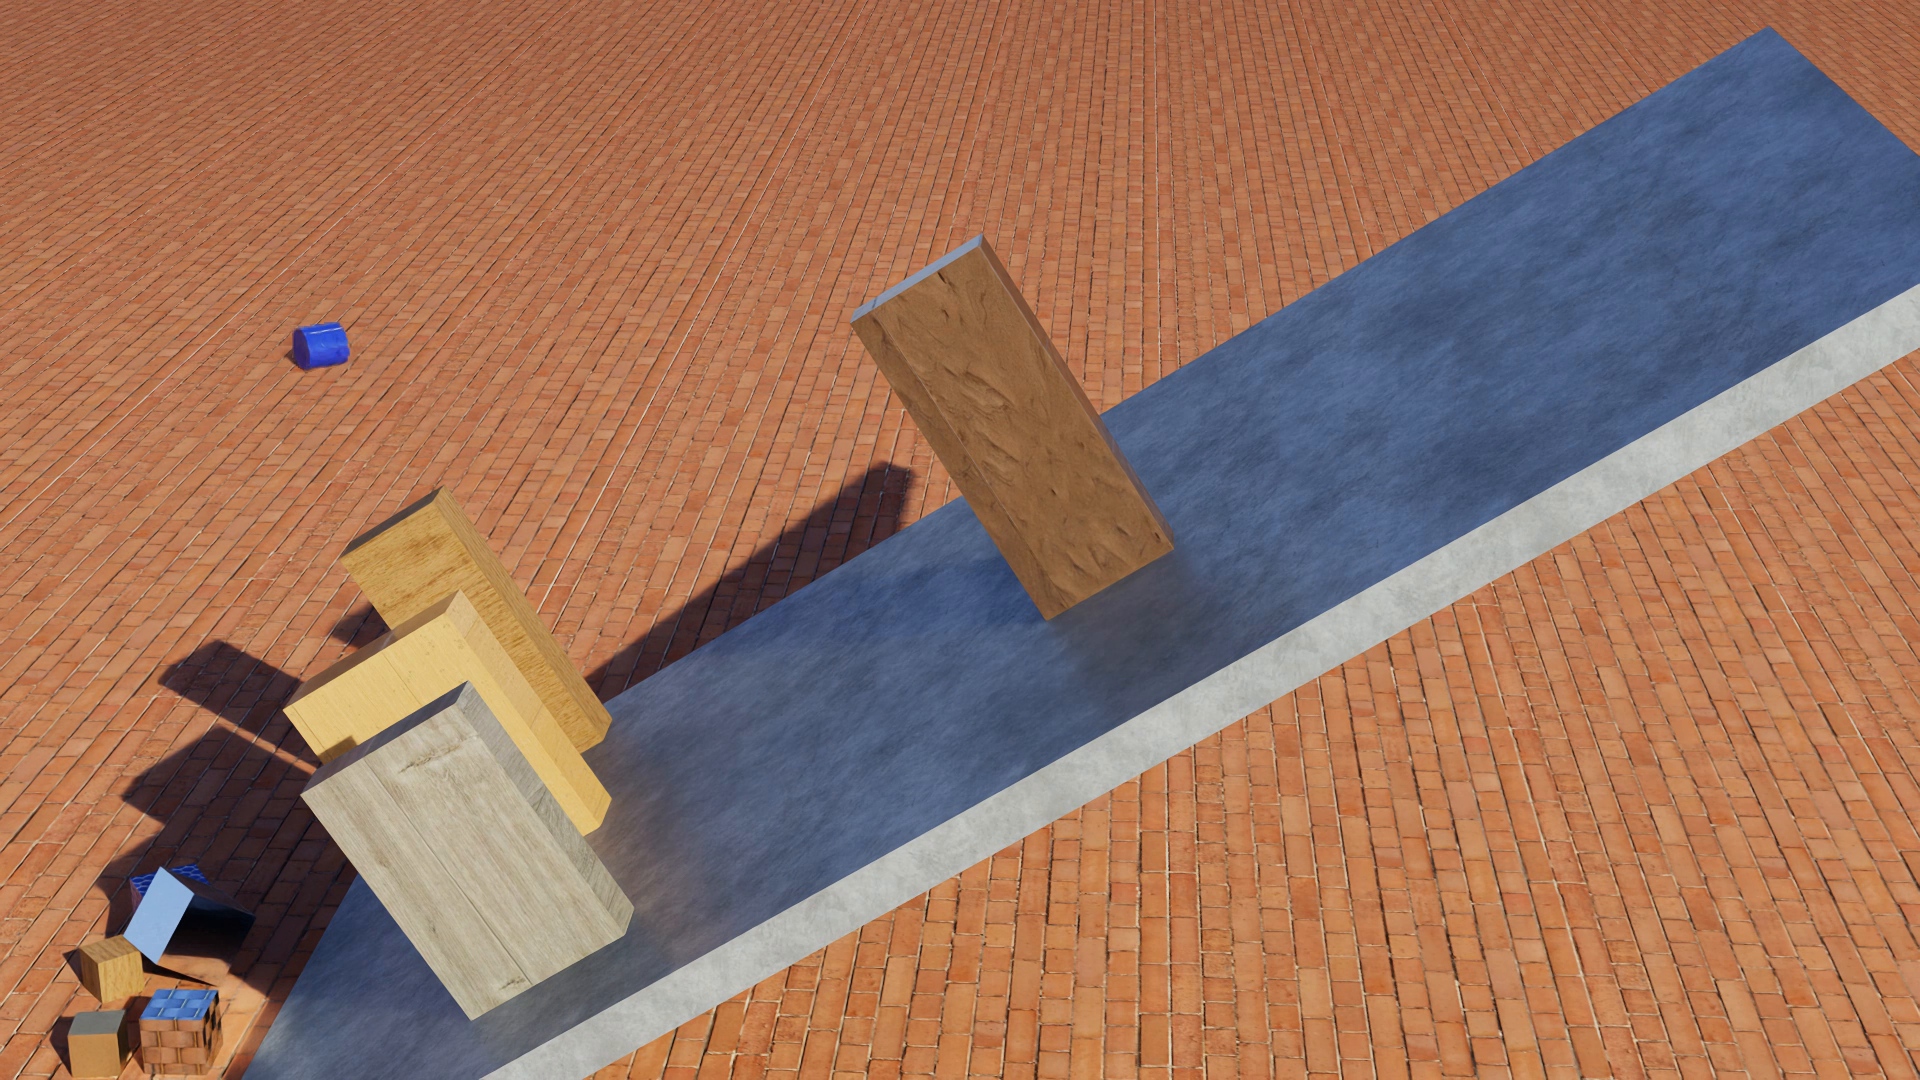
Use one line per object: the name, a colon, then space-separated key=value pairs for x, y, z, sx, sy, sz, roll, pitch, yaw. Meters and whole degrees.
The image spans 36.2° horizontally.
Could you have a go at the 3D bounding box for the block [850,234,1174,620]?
block: x=0.111 y=-0.223 z=5.946 sx=0.305 sy=0.741 sz=0.101 roll=-30 pitch=15 yaw=13

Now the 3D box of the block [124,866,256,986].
block: x=-1.854 y=0.930 z=7.079 sx=0.187 sy=0.187 sz=0.187 roll=23 pitch=-6 yaw=47

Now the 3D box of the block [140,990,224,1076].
block: x=-1.778 y=1.124 z=6.719 sx=0.142 sy=0.142 sz=0.142 roll=1 pitch=20 yaw=2

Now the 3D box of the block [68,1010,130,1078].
block: x=-1.962 y=1.148 z=6.700 sx=0.109 sy=0.109 sz=0.109 roll=-2 pitch=20 yaw=-5

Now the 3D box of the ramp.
ramp: x=0.141 y=0.169 z=6.292 sx=4.000 sy=0.100 sz=2.000 roll=-30 pitch=15 yaw=13

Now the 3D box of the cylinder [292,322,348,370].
cylinder: x=-2.607 y=-0.789 z=11.994 sx=0.170 sy=0.170 sz=0.170 roll=-13 pitch=24 yaw=-32

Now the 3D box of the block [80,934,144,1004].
block: x=-2.030 y=1.026 z=7.041 sx=0.107 sy=0.107 sz=0.107 roll=-15 pitch=25 yaw=-36

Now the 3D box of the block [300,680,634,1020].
block: x=-0.978 y=0.623 z=5.869 sx=0.380 sy=0.582 sz=0.119 roll=-30 pitch=15 yaw=13

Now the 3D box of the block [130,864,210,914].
block: x=-1.939 y=0.920 z=7.257 sx=0.162 sy=0.162 sz=0.162 roll=-11 pitch=23 yaw=-28

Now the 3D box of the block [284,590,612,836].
block: x=-1.151 y=0.485 z=6.632 sx=0.450 sy=0.600 sz=0.149 roll=-30 pitch=15 yaw=13

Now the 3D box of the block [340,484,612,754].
block: x=-1.181 y=0.246 z=7.208 sx=0.279 sy=0.722 sz=0.135 roll=-30 pitch=15 yaw=13
